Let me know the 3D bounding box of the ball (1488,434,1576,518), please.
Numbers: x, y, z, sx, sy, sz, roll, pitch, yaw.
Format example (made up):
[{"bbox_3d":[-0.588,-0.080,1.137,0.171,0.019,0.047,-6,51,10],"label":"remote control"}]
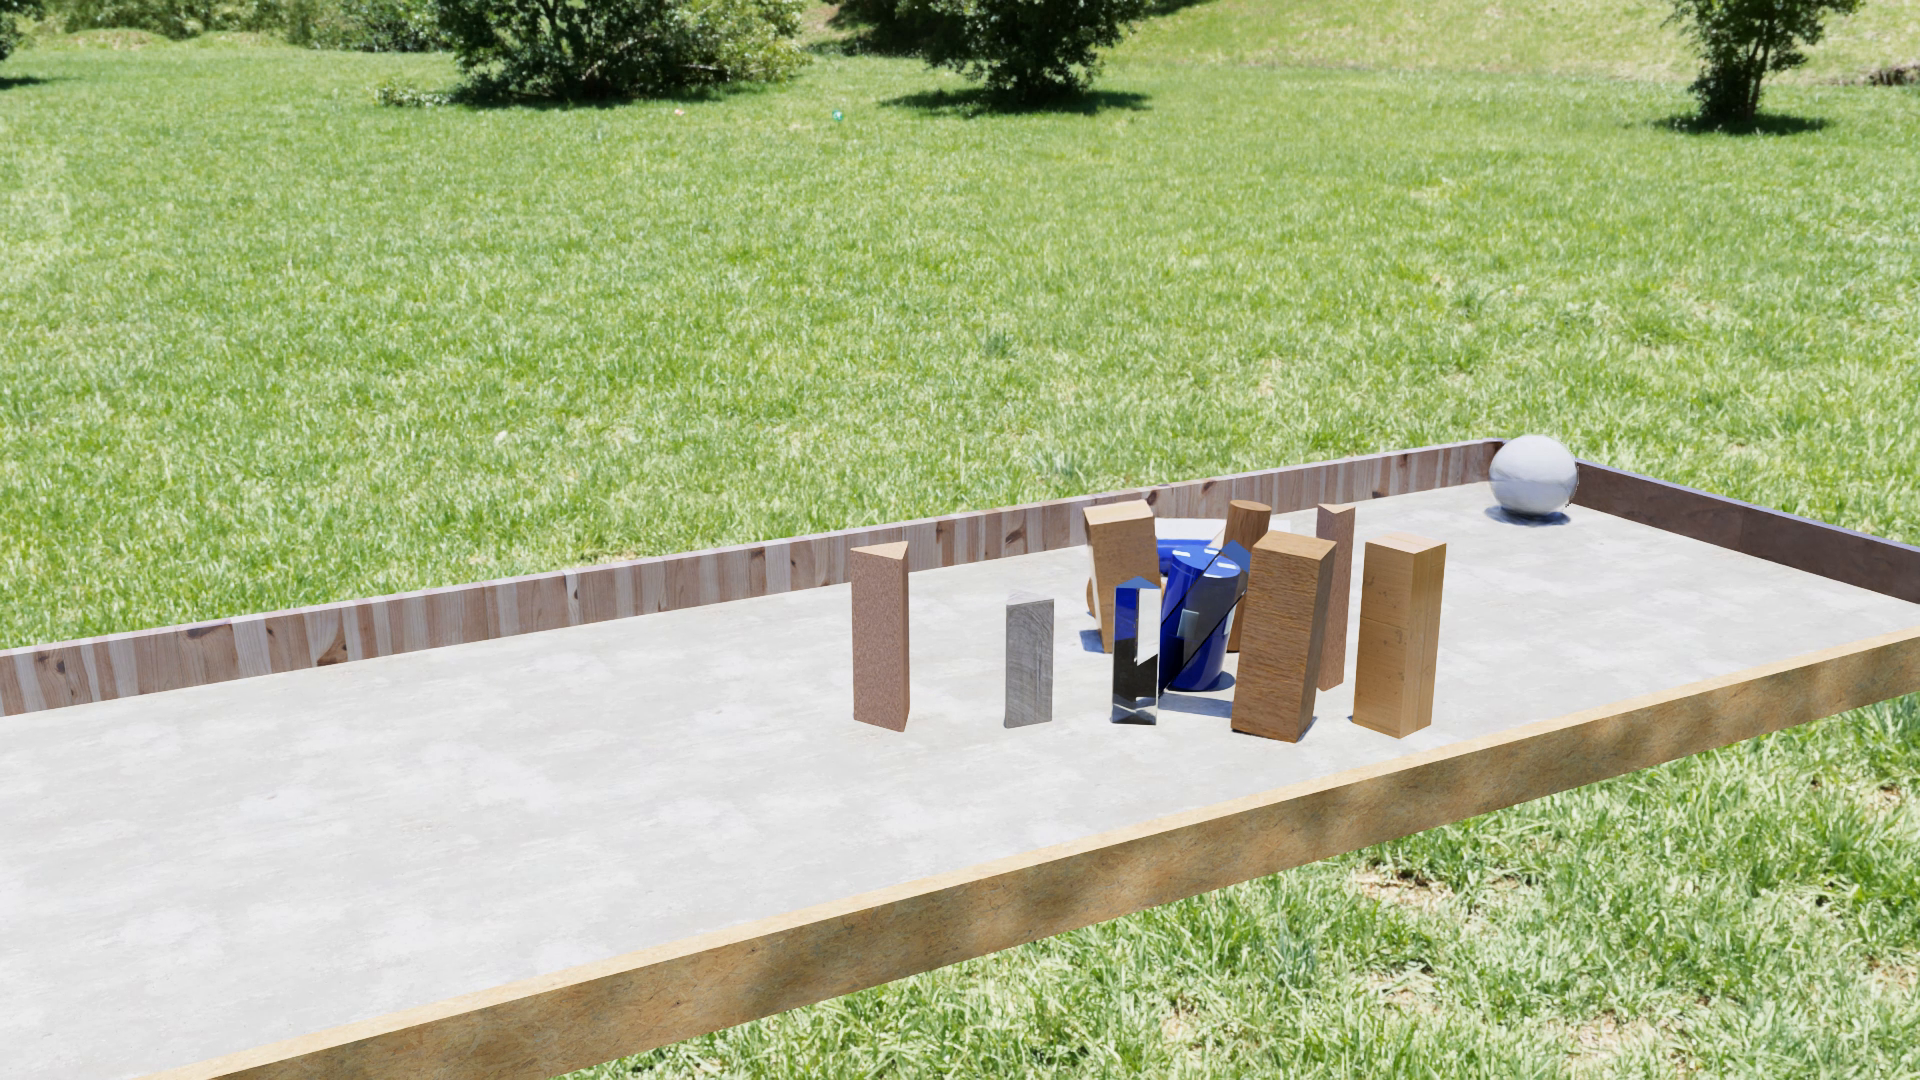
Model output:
[{"bbox_3d":[1.939,-0.216,5.587,0.283,0.283,0.283,0,16,0],"label":"ball"}]

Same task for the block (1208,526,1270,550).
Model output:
[{"bbox_3d":[0.724,0.078,4.578,0.124,0.124,0.321,39,57,12],"label":"block"}]

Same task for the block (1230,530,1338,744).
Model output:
[{"bbox_3d":[0.744,0.220,3.799,0.156,0.444,0.156,12,20,23],"label":"block"}]

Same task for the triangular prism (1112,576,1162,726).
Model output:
[{"bbox_3d":[0.414,0.259,3.876,0.106,0.337,0.091,2,16,7],"label":"triangular prism"}]

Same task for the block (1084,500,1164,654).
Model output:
[{"bbox_3d":[0.437,0.096,4.362,0.167,0.357,0.167,-8,16,1],"label":"block"}]

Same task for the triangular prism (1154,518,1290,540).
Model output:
[{"bbox_3d":[0.802,0.001,5.098,0.426,0.135,0.156,1,16,3],"label":"triangular prism"}]

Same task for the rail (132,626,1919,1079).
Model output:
[{"bbox_3d":[-2.336,1.006,1.665,12.000,0.150,0.050,-9,18,-27],"label":"rail"}]

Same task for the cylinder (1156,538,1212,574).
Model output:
[{"bbox_3d":[0.677,0.049,4.999,0.393,0.106,0.106,1,16,3],"label":"cylinder"}]

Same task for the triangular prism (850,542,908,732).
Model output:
[{"bbox_3d":[-0.158,0.219,3.861,0.143,0.421,0.124,11,20,33],"label":"triangular prism"}]

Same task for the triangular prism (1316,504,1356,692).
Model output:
[{"bbox_3d":[0.903,0.139,4.071,0.089,0.457,0.077,-16,22,-42],"label":"triangular prism"}]

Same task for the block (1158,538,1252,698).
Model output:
[{"bbox_3d":[0.549,0.201,3.929,0.102,0.435,0.102,40,28,11],"label":"block"}]

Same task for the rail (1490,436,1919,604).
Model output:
[{"bbox_3d":[2.466,-0.048,5.253,0.050,0.150,2.100,-9,18,-27],"label":"rail"}]

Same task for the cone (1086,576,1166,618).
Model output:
[{"bbox_3d":[0.573,0.156,4.700,0.424,0.144,0.144,1,13,-33],"label":"cone"}]

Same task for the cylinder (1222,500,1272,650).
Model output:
[{"bbox_3d":[0.733,0.093,4.342,0.110,0.381,0.110,7,14,-2],"label":"cylinder"}]

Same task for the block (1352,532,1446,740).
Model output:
[{"bbox_3d":[1.016,0.219,3.819,0.130,0.447,0.130,-14,21,-40],"label":"block"}]

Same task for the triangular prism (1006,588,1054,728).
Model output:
[{"bbox_3d":[0.143,0.274,3.880,0.120,0.305,0.104,-7,18,-22],"label":"triangular prism"}]

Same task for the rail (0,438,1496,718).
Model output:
[{"bbox_3d":[-3.305,0.497,3.399,12.000,0.150,0.050,-9,18,-27],"label":"rail"}]

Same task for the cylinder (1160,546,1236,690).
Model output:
[{"bbox_3d":[0.588,0.192,4.099,0.179,0.315,0.179,8,20,-3],"label":"cylinder"}]
